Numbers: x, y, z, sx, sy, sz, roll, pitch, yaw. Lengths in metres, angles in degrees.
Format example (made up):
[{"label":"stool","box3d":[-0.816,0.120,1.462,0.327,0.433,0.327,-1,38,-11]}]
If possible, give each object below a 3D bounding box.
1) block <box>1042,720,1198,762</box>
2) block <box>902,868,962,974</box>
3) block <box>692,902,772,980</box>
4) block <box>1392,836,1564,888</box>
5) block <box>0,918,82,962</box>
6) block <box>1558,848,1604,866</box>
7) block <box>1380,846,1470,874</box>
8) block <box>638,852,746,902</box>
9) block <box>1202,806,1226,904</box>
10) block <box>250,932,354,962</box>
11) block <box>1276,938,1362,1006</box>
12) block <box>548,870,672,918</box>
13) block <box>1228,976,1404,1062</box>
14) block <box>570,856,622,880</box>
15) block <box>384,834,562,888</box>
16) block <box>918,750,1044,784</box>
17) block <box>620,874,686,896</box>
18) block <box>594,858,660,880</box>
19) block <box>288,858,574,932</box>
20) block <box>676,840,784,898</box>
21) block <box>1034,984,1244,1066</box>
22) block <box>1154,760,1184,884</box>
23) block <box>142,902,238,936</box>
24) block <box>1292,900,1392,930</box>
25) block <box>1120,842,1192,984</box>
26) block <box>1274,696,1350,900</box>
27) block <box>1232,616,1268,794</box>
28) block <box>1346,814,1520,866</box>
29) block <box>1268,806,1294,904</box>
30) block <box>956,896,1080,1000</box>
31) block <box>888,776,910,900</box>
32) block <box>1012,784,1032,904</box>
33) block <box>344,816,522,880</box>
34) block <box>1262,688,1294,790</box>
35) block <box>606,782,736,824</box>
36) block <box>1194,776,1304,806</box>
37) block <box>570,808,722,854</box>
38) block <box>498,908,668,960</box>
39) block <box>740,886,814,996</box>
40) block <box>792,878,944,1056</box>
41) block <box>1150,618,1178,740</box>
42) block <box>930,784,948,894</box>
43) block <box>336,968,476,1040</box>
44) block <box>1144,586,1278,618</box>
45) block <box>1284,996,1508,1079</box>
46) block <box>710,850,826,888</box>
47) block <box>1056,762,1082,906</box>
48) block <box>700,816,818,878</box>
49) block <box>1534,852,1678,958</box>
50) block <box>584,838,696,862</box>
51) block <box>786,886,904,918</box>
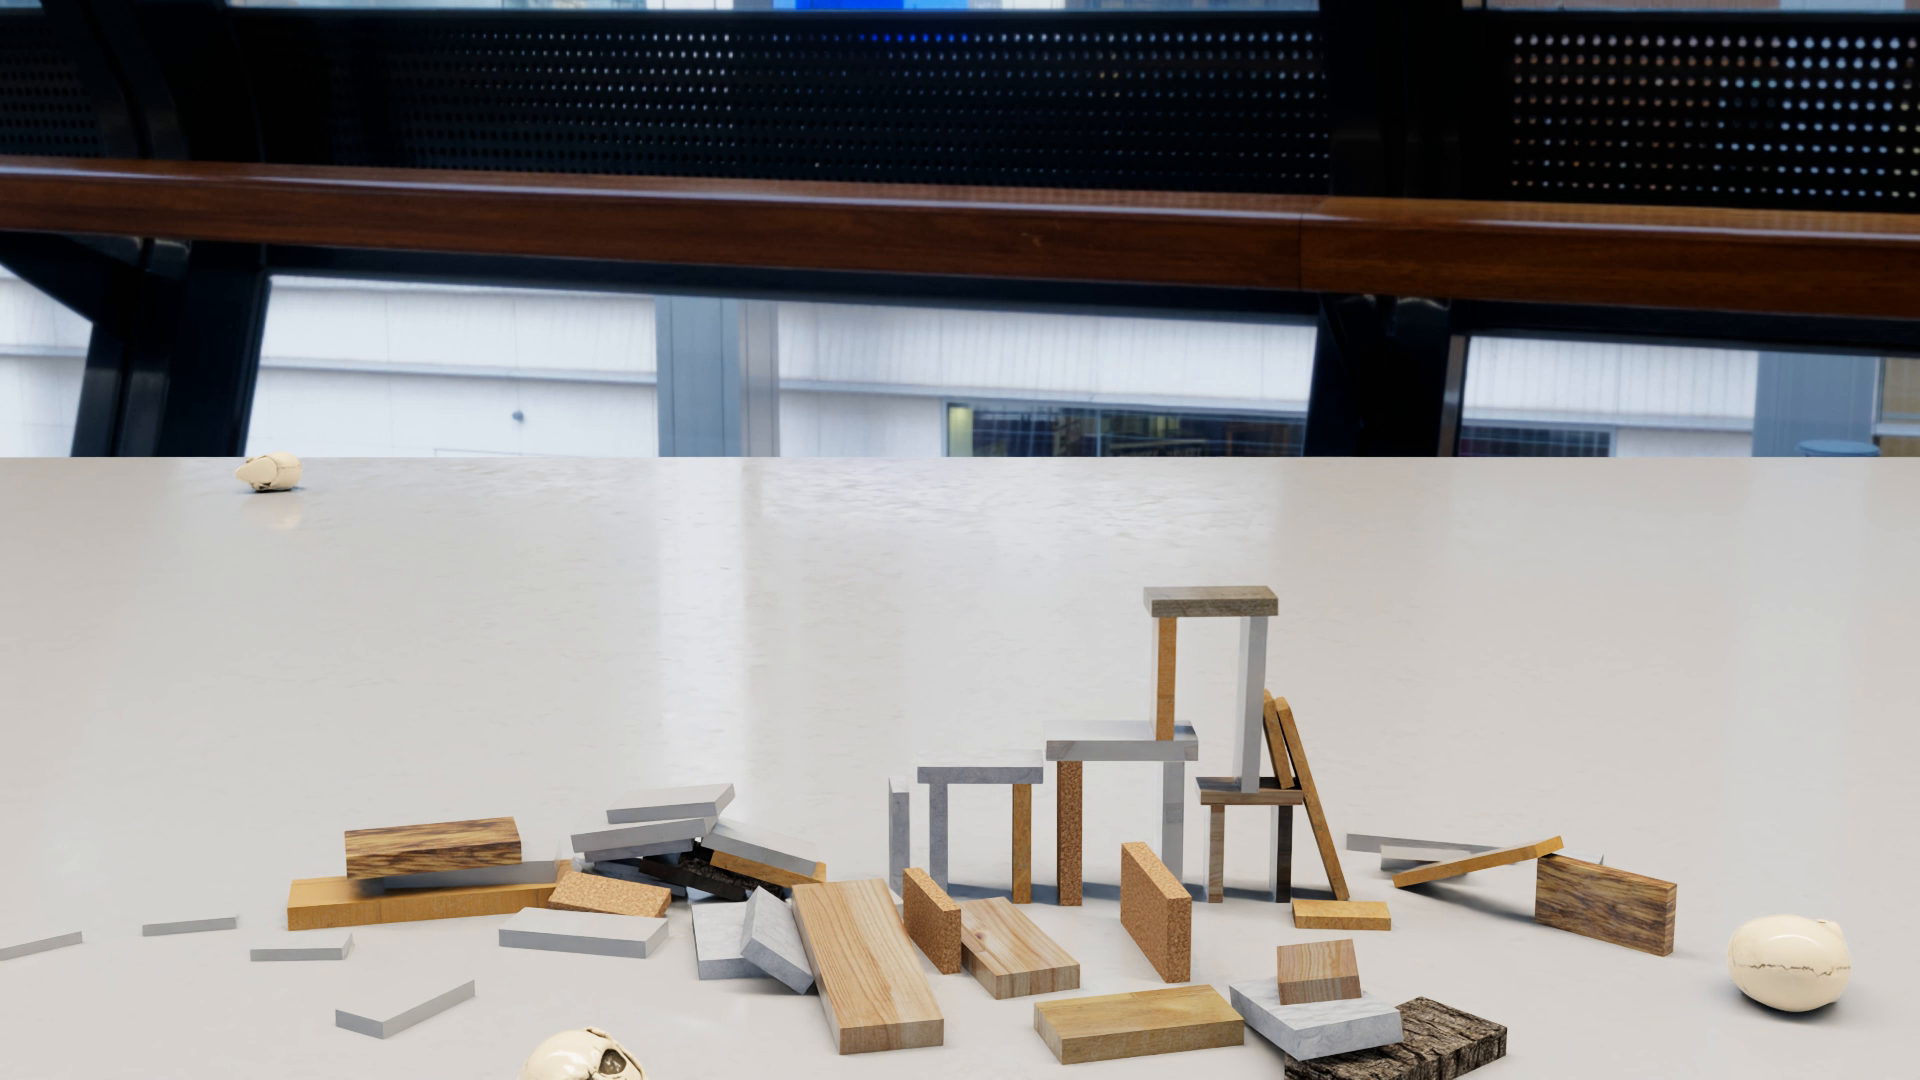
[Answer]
[{"label":"block","box3d":[0.262,0.330,3.623,0.247,0.035,0.123,0,11,-1]},{"label":"block","box3d":[-0.044,0.588,3.404,0.029,0.101,0.203,-4,11,-18]},{"label":"block","box3d":[-0.355,0.621,3.417,0.113,0.032,0.242,-2,11,-9]},{"label":"block","box3d":[0.847,0.529,3.610,0.073,0.021,0.299,-9,-10,-41]},{"label":"block","box3d":[-1.451,0.625,3.428,0.140,0.020,0.070,-9,14,-39]},{"label":"block","box3d":[1.053,0.563,3.760,0.073,0.021,0.147,4,11,23]},{"label":"block","box3d":[0.793,0.546,3.751,0.147,0.021,0.073,2,-22,10]},{"label":"block","box3d":[-0.444,0.551,3.658,0.176,0.025,0.088,18,9,-7]},{"label":"block","box3d":[0.421,0.508,3.650,0.024,0.167,0.084,0,11,0]},{"label":"block","box3d":[-1.019,0.629,3.404,0.140,0.020,0.070,0,11,-3]},{"label":"block","box3d":[0.507,0.611,3.116,0.111,0.031,0.221,-7,2,8]},{"label":"block","box3d":[-0.563,0.581,3.539,0.176,0.025,0.088,8,26,9]},{"label":"block","box3d":[0.487,0.652,3.041,0.146,0.041,0.292,-8,2,-10]},{"label":"block","box3d":[-0.591,0.558,3.656,0.109,0.015,0.054,24,4,-29]},{"label":"block","box3d":[-0.807,0.533,3.655,0.275,0.039,0.137,-1,11,-5]},{"label":"block","box3d":[0.034,0.374,3.631,0.205,0.029,0.103,0,11,1]},{"label":"block","box3d":[-0.510,0.568,3.665,0.109,0.015,0.054,14,6,-6]},{"label":"block","box3d":[-0.553,0.541,3.658,0.109,0.015,0.054,13,6,-15]},{"label":"block","box3d":[-0.852,0.581,3.613,0.476,0.039,0.137,-3,11,-13]},{"label":"block","box3d":[-0.379,0.546,3.660,0.176,0.025,0.088,18,9,-5]},{"label":"block","box3d":[0.250,0.679,3.088,0.265,0.038,0.133,-3,11,-15]},{"label":"block","box3d":[0.346,0.469,3.644,0.035,0.247,0.123,0,11,-1]},{"label":"block","box3d":[-1.231,0.607,3.521,0.139,0.020,0.070,-3,11,-14]},{"label":"block","box3d":[0.613,0.603,3.538,0.150,0.021,0.075,1,11,4]},{"label":"block","box3d":[0.301,0.572,3.401,0.038,0.133,0.265,-2,11,-11]},{"label":"block","box3d":[0.580,0.428,3.637,0.021,0.341,0.075,-18,10,3]},{"label":"block","box3d":[0.475,0.258,3.603,0.029,0.295,0.102,1,11,-1]},{"label":"block","box3d":[0.839,0.531,3.898,0.291,0.031,0.111,3,11,17]},{"label":"block","box3d":[0.533,0.508,3.650,0.024,0.167,0.084,0,11,0]},{"label":"block","box3d":[0.062,0.624,3.382,0.133,0.038,0.313,-4,11,-20]},{"label":"block","box3d":[-0.101,0.496,3.648,0.027,0.192,0.096,-1,11,-6]},{"label":"block","box3d":[0.102,0.489,3.652,0.029,0.205,0.103,0,11,0]},{"label":"block","box3d":[-0.864,0.504,3.602,0.275,0.039,0.137,-3,11,-16]},{"label":"block","box3d":[0.518,0.327,3.623,0.021,0.150,0.075,-14,10,2]},{"label":"block","box3d":[-0.475,0.433,3.614,0.192,0.025,0.088,-6,12,16]},{"label":"block","box3d":[0.476,0.414,3.632,0.167,0.024,0.084,0,11,0]},{"label":"block","box3d":[-0.516,0.467,3.623,0.225,0.032,0.113,-8,12,7]},{"label":"block","box3d":[-0.590,0.616,3.451,0.243,0.029,0.101,2,11,13]},{"label":"block","box3d":[-0.273,0.605,3.337,0.113,0.032,0.225,35,7,-8]},{"label":"block","box3d":[-0.143,0.620,3.242,0.146,0.041,0.441,-2,18,-13]},{"label":"block","box3d":[0.331,0.215,3.589,0.029,0.204,0.102,0,11,-1]},{"label":"block","box3d":[-0.035,0.489,3.653,0.029,0.205,0.103,0,11,0]},{"label":"block","box3d":[-0.800,0.668,3.177,0.092,0.026,0.184,6,12,30]},{"label":"block","box3d":[0.406,0.099,3.567,0.204,0.029,0.102,-1,11,-3]},{"label":"block","box3d":[0.593,0.696,2.983,0.292,0.041,0.146,-9,14,-40]},{"label":"block","box3d":[-0.318,0.539,3.659,0.192,0.027,0.096,18,9,-7]},{"label":"block","box3d":[0.181,0.468,3.648,0.035,0.247,0.123,0,11,-1]},{"label":"block","box3d":[-0.334,0.506,3.652,0.192,0.027,0.096,17,9,-9]},{"label":"block","box3d":[1.014,0.572,3.462,0.221,0.111,0.031,10,14,43]},{"label":"block","box3d":[-0.530,0.500,3.651,0.176,0.025,0.088,-6,11,-1]},{"label":"block","box3d":[-0.185,0.597,3.563,0.176,0.025,0.088,-4,11,-21]}]
